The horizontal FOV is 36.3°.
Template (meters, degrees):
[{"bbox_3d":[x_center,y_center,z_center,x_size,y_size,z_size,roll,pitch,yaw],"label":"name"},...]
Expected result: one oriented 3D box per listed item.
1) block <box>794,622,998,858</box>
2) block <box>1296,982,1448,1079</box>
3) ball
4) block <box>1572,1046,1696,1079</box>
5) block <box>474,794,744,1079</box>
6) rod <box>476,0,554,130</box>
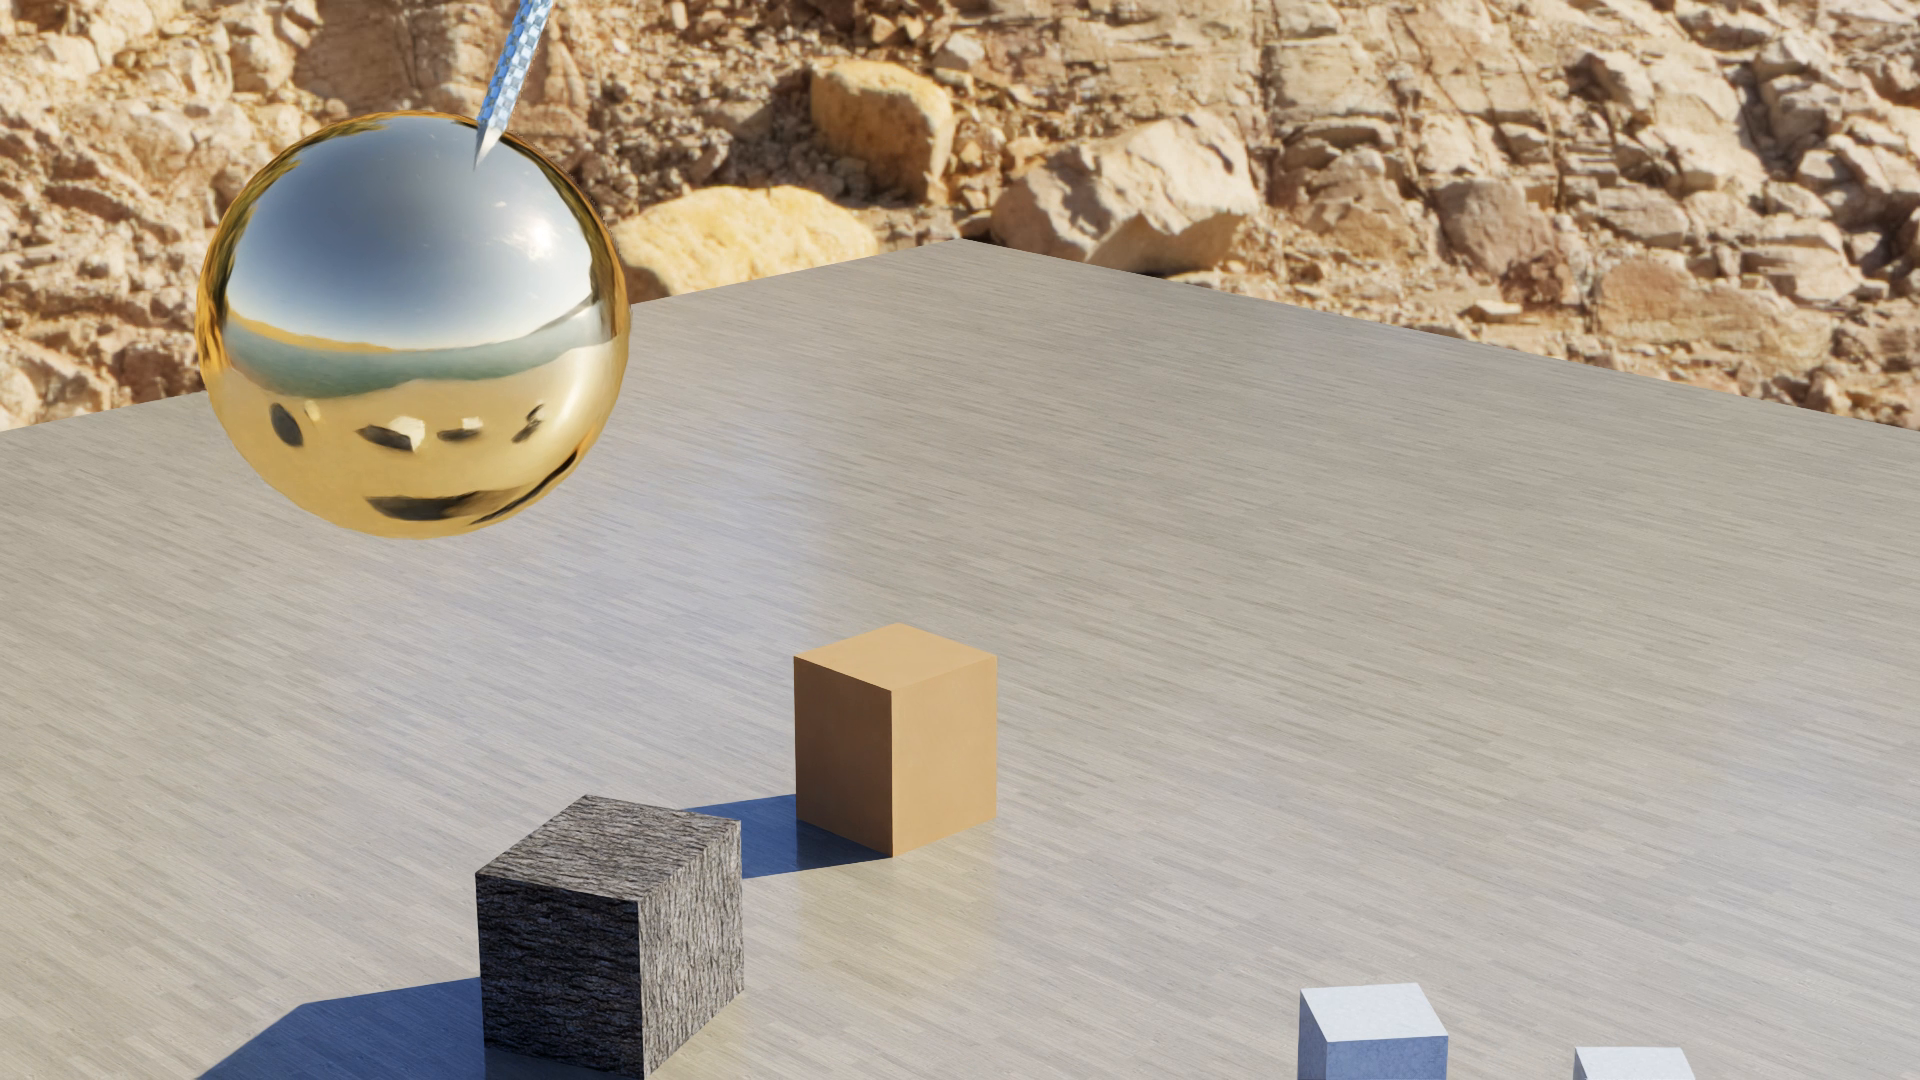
[{"bbox_3d":[-0.306,0.940,13.977,0.685,0.826,0.675,-17,24,-42],"label":"block"},{"bbox_3d":[1.560,2.011,11.143,0.460,0.482,0.442,-2,18,-6],"label":"block"},{"bbox_3d":[-2.035,-0.800,10.957,1.600,1.600,1.600,0,17,0],"label":"ball"},{"bbox_3d":[2.502,2.146,10.869,0.394,0.389,0.386,0,17,1],"label":"block"},{"bbox_3d":[-1.413,1.602,11.968,0.731,0.766,0.878,7,19,22],"label":"block"},{"bbox_3d":[-0.882,-3.992,11.163,0.080,5.200,0.080,17,-5,42],"label":"rod"}]
